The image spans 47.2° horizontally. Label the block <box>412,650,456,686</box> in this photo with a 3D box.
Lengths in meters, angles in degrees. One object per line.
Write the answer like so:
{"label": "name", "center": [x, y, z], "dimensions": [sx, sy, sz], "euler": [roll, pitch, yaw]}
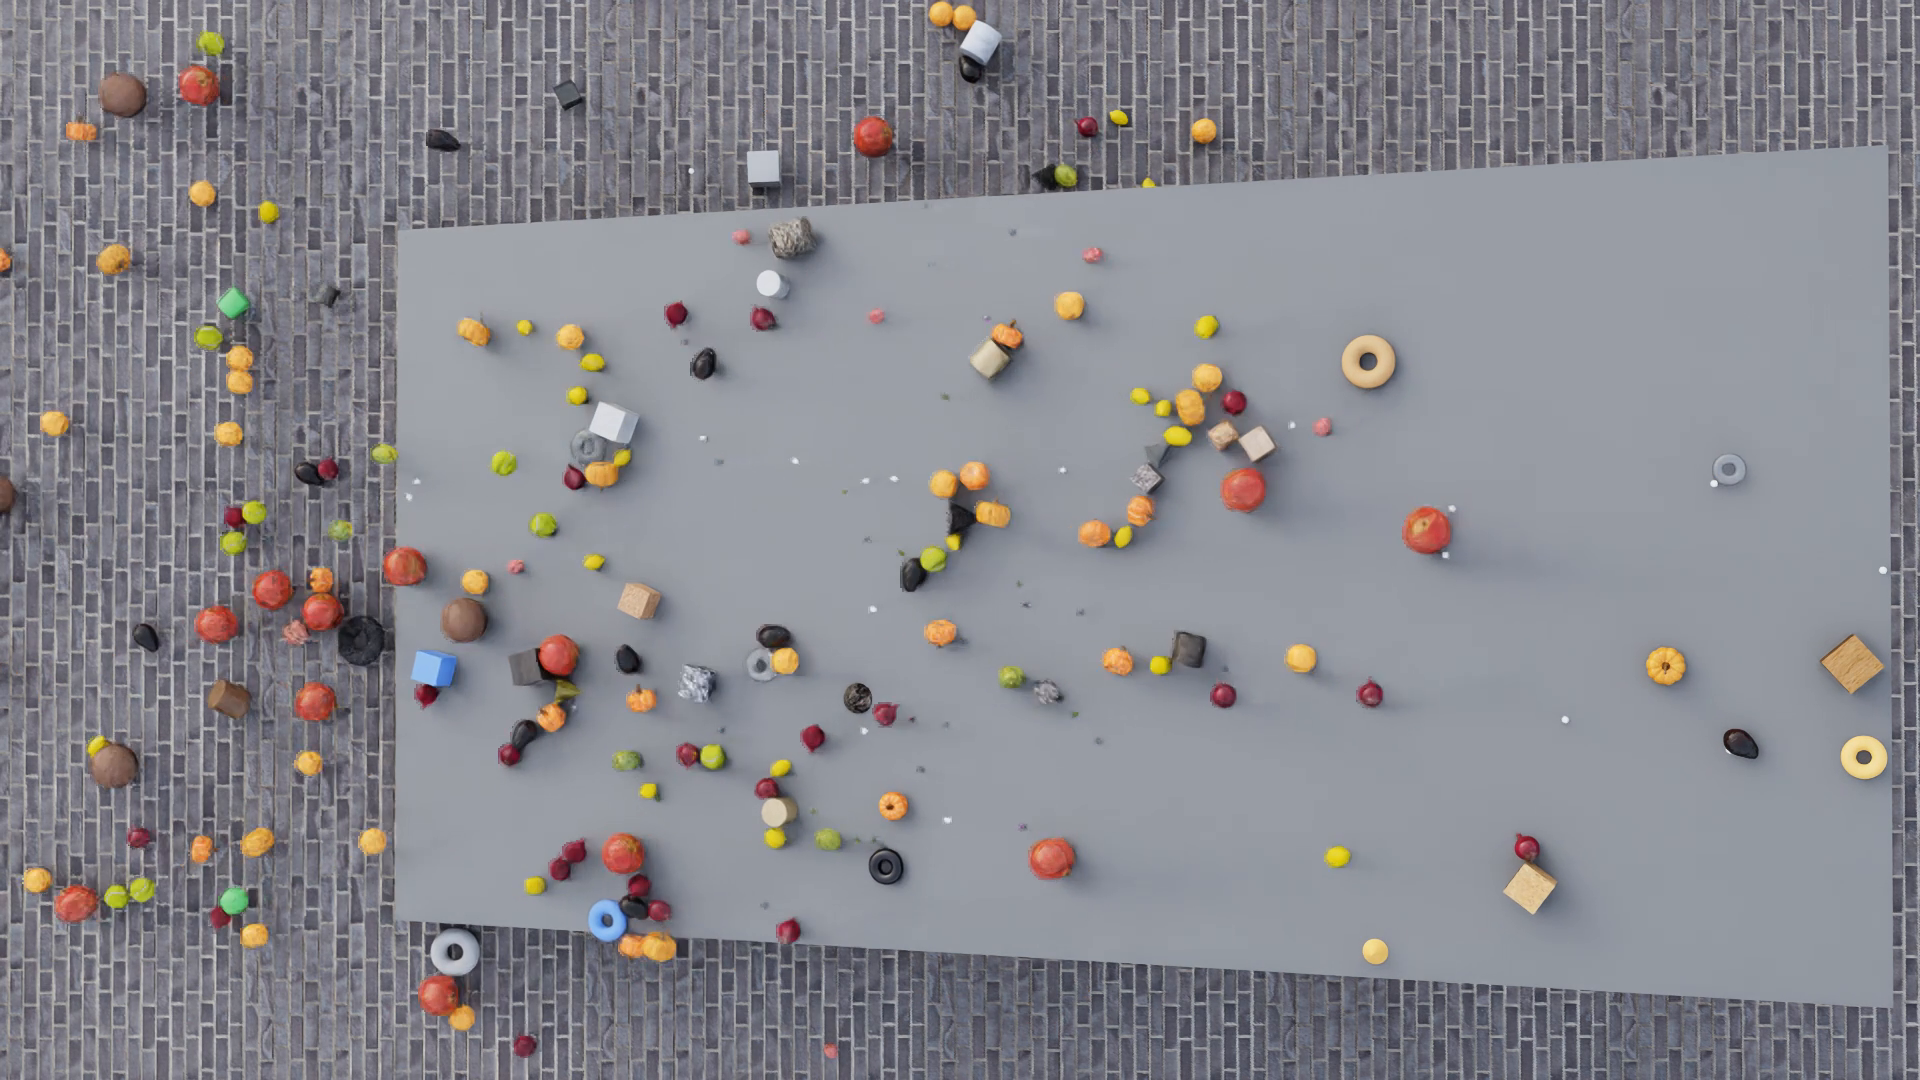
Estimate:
{"label": "block", "center": [-1.502, 0.365, 6.283], "dimensions": [0.082, 0.082, 0.082], "euler": [16, 95, 19]}

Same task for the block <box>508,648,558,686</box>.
{"label": "block", "center": [-1.200, 0.357, 6.177], "dimensions": [0.089, 0.089, 0.089], "euler": [-15, 85, 18]}

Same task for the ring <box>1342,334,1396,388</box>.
{"label": "ring", "center": [1.015, -0.443, 5.464], "dimensions": [0.134, 0.045, 0.134], "euler": [0, 90, 20]}

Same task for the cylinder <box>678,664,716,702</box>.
{"label": "cylinder", "center": [-0.719, 0.392, 6.017], "dimensions": [0.085, 0.085, 0.085], "euler": [15, 94, 0]}

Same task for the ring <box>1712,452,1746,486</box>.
{"label": "ring", "center": [1.818, -0.167, 5.199], "dimensions": [0.078, 0.026, 0.078], "euler": [-1, 88, 18]}

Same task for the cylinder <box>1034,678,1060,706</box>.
{"label": "cylinder", "center": [0.227, 0.395, 5.711], "dimensions": [0.054, 0.054, 0.054], "euler": [-37, 85, 0]}

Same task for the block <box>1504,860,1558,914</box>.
{"label": "block", "center": [1.375, 0.835, 5.302], "dimensions": [0.087, 0.087, 0.087], "euler": [37, 101, 15]}

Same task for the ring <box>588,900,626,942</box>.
{"label": "ring", "center": [-0.981, 1.060, 6.121], "dimensions": [0.116, 0.039, 0.116], "euler": [0, 89, 17]}

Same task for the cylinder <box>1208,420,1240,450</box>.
{"label": "cylinder", "center": [0.669, -0.266, 5.571], "dimensions": [0.059, 0.059, 0.059], "euler": [-27, 89, 26]}

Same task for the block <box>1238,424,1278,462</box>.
{"label": "block", "center": [0.753, -0.242, 5.538], "dimensions": [0.067, 0.067, 0.067], "euler": [-34, 79, 15]}

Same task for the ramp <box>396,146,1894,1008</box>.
{"label": "ramp", "center": [0.278, 0.092, 5.782], "dimensions": [4.000, 0.100, 2.000], "euler": [0, 89, 19]}

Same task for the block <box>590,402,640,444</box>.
{"label": "block", "center": [-0.960, -0.326, 6.107], "dimensions": [0.086, 0.086, 0.086], "euler": [24, 97, 17]}

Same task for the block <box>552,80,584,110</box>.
{"label": "block", "center": [-1.151, -1.308, 6.458], "dimensions": [0.060, 0.060, 0.060], "euler": [-26, 89, 0]}

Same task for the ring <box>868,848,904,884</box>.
{"label": "ring", "center": [-0.198, 0.870, 5.862], "dimensions": [0.098, 0.033, 0.098], "euler": [0, 90, 18]}

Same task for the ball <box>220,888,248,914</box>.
{"label": "ball", "center": [-2.116, 1.054, 6.411], "dimensions": [0.077, 0.077, 0.077], "euler": [0, 89, 0]}

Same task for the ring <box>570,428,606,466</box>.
{"label": "ring", "center": [-1.041, -0.261, 6.161], "dimensions": [0.108, 0.036, 0.108], "euler": [-1, 88, 20]}

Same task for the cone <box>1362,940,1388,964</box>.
{"label": "cone", "center": [1.022, 1.022, 5.432], "dimensions": [0.063, 0.063, 0.063], "euler": [0, 89, 19]}

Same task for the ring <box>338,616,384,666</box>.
{"label": "ring", "center": [-1.752, 0.295, 6.433], "dimensions": [0.147, 0.049, 0.147], "euler": [-2, 80, 14]}

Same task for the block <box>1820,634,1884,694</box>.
{"label": "block", "center": [2.058, 0.285, 5.075], "dimensions": [0.096, 0.096, 0.096], "euler": [-43, 77, 13]}

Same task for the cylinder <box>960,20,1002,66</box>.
{"label": "cylinder", "center": [0.060, -1.456, 6.444], "dimensions": [0.093, 0.093, 0.093], "euler": [30, 89, 0]}

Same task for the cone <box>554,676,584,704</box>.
{"label": "cone", "center": [-1.091, 0.424, 6.168], "dimensions": [0.080, 0.080, 0.080], "euler": [6, 89, -8]}

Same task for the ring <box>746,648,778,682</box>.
{"label": "ring", "center": [-0.540, 0.341, 5.985], "dimensions": [0.097, 0.032, 0.097], "euler": [1, 93, 21]}

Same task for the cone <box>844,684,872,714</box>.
{"label": "cone", "center": [-0.287, 0.425, 5.872], "dimensions": [0.083, 0.083, 0.083], "euler": [0, 89, 19]}

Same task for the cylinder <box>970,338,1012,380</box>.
{"label": "cylinder", "center": [0.081, -0.475, 5.761], "dimensions": [0.080, 0.080, 0.080], "euler": [44, 103, 1]}

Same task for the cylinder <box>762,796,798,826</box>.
{"label": "cylinder", "center": [-0.487, 0.733, 5.939], "dimensions": [0.074, 0.074, 0.074], "euler": [0, 89, 19]}

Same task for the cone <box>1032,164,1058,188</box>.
{"label": "cone", "center": [0.239, -1.071, 6.469], "dimensions": [0.071, 0.071, 0.071], "euler": [8, 89, 27]}

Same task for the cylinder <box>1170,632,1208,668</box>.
{"label": "cylinder", "center": [0.581, 0.279, 5.583], "dimensions": [0.077, 0.077, 0.077], "euler": [13, 93, 0]}

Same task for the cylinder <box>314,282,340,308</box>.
{"label": "cylinder", "center": [-1.857, -0.719, 6.451], "dimensions": [0.057, 0.057, 0.057], "euler": [33, 95, 0]}

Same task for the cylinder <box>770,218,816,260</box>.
{"label": "cylinder", "center": [-0.452, -0.813, 5.938], "dimensions": [0.094, 0.094, 0.094], "euler": [-13, 89, 18]}

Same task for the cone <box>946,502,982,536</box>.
{"label": "cone", "center": [0.017, -0.057, 5.797], "dimensions": [0.093, 0.093, 0.093], "euler": [0, 89, -8]}

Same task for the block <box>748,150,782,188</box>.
{"label": "block", "center": [-0.573, -1.086, 6.441], "dimensions": [0.090, 0.090, 0.090], "euler": [-2, 89, 0]}

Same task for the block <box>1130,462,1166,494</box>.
{"label": "block", "center": [0.481, -0.158, 5.633], "dimensions": [0.058, 0.058, 0.058], "euler": [-46, 76, 13]}

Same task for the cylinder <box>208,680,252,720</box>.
{"label": "cylinder", "center": [-2.127, 0.466, 6.403], "dimensions": [0.088, 0.088, 0.088], "euler": [33, 89, -38]}

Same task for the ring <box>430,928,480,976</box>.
{"label": "ring", "center": [-1.476, 1.204, 6.430], "dimensions": [0.144, 0.048, 0.144], "euler": [0, 90, 1]}

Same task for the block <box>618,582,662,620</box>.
{"label": "block", "center": [-0.886, 0.168, 6.081], "dimensions": [0.076, 0.076, 0.076], "euler": [24, 97, 17]}

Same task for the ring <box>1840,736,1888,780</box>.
{"label": "ring", "center": [2.094, 0.503, 5.093], "dimensions": [0.101, 0.034, 0.101], "euler": [-1, 88, 18]}

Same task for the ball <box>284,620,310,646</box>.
{"label": "ball", "center": [-1.937, 0.273, 6.430], "dimensions": [0.074, 0.074, 0.074], "euler": [0, 89, 0]}

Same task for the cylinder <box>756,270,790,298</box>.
{"label": "cylinder", "center": [-0.506, -0.693, 5.968], "dimensions": [0.069, 0.069, 0.069], "euler": [0, 89, 19]}
